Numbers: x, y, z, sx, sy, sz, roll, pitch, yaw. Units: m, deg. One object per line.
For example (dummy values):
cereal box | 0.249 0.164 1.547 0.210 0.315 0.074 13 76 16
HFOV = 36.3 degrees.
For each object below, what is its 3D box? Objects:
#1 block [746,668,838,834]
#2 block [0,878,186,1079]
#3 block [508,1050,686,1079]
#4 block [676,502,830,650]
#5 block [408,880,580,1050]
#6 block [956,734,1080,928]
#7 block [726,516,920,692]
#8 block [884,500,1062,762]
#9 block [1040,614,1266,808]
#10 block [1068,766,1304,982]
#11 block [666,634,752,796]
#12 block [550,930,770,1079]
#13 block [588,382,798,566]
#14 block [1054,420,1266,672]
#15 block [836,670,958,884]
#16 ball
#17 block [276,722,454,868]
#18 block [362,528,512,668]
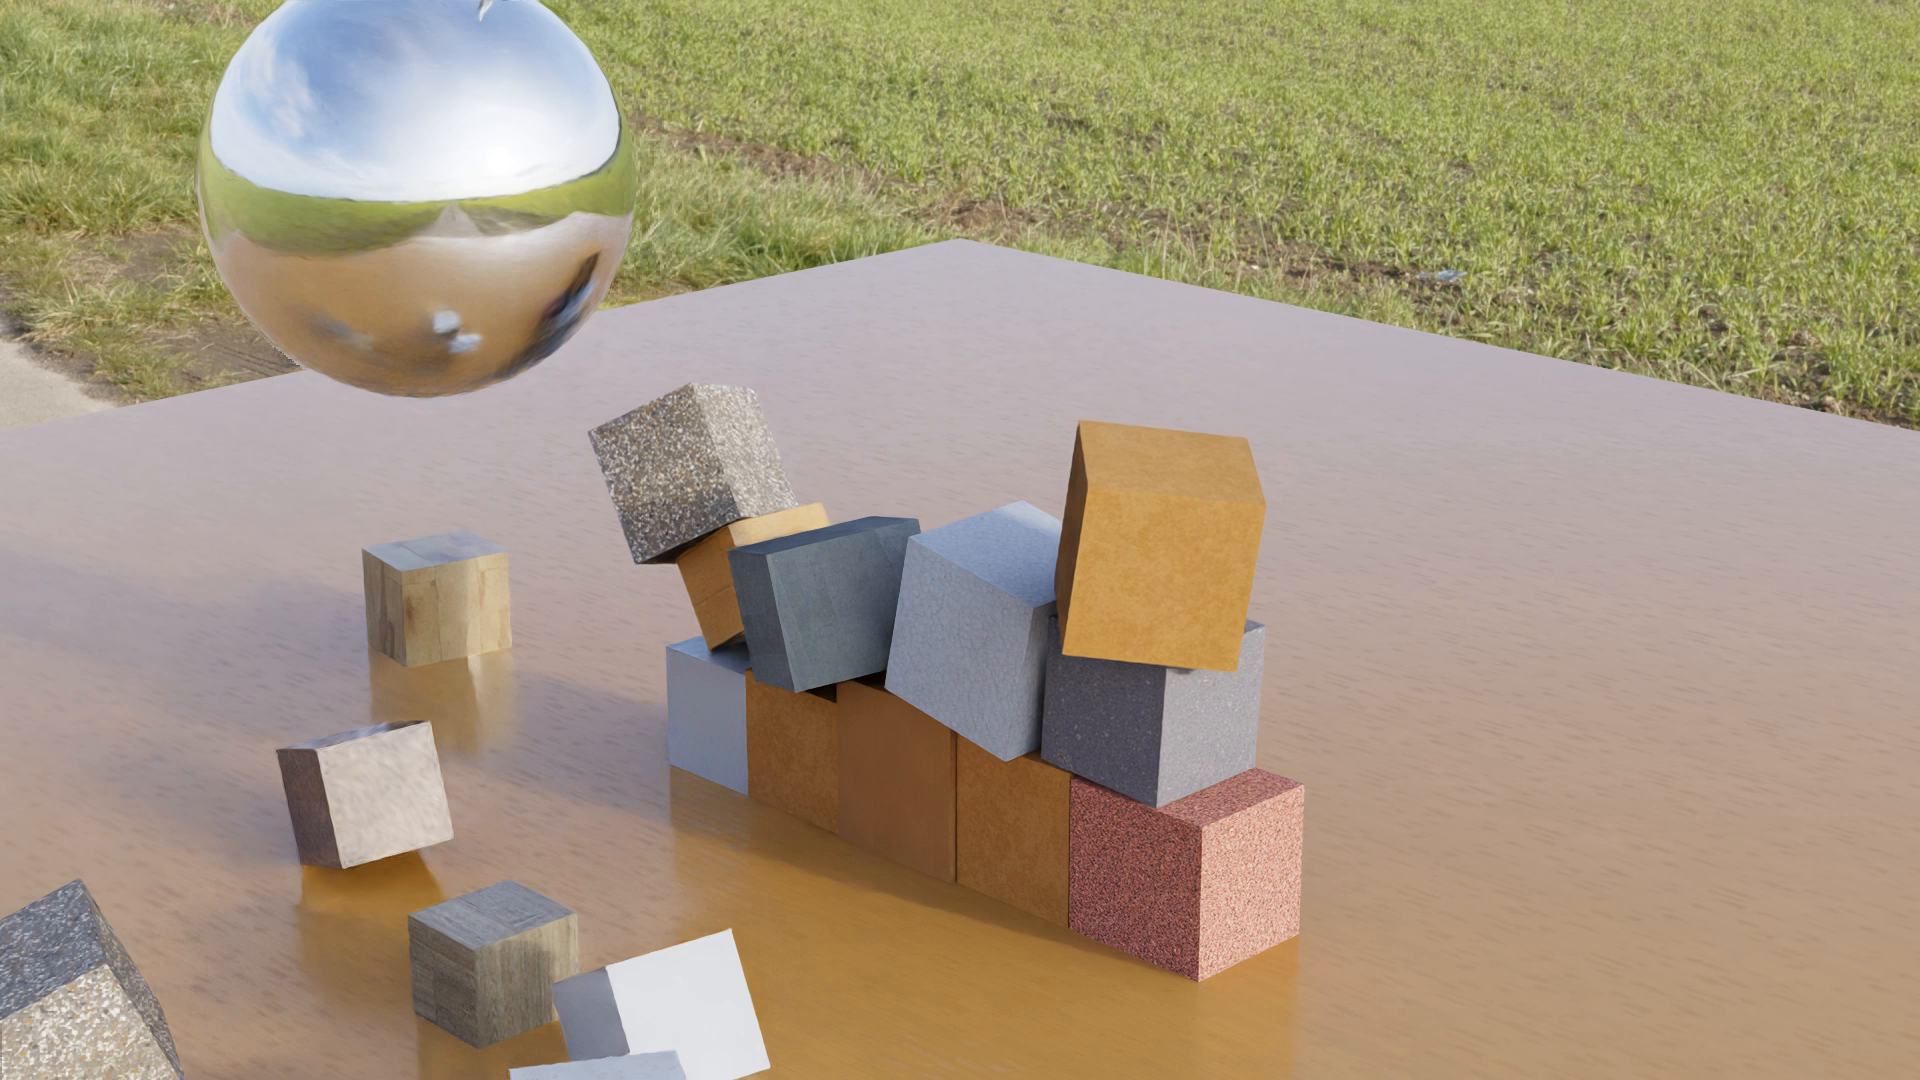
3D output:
block | -0.577 0.944 14.235 0.635 0.662 0.665 -16 24 -42
block | -3.403 1.841 10.906 0.729 0.668 0.692 -29 30 -12
block | -1.226 2.236 10.244 0.598 0.592 0.682 -4 18 -14
block | -0.965 0.180 14.518 0.577 0.493 0.526 -15 -10 -39
block | -1.914 1.740 12.069 0.509 0.443 0.467 -16 23 -41
block | 0.468 1.216 13.256 0.690 0.731 0.671 17 24 42
block | -0.587 0.288 13.745 0.740 0.643 0.742 -13 6 -17
block | 0.242 0.394 13.132 0.755 0.768 0.753 29 32 35
block | 0.835 0.662 12.703 0.670 0.668 0.650 20 26 41
block | 0.982 1.381 12.767 0.675 0.709 0.748 -17 24 -42
block | -1.026 0.824 14.677 0.631 0.627 0.605 -17 24 -42
block | -1.151 1.854 11.200 0.537 0.541 0.550 -13 -8 -33
block | -1.315 -0.323 14.603 0.619 0.707 0.700 -24 -8 20
block | 0.822 0.019 12.288 0.728 0.757 0.732 6 24 -4
block | -0.061 1.023 13.726 0.702 0.818 0.749 -17 24 -42
ball | -1.997 -1.322 10.833 1.600 1.600 1.600 0 17 0
block | -2.731 1.163 13.458 0.548 0.549 0.552 -13 4 -32
block | -2.923 0.321 16.390 0.636 0.559 0.522 -12 21 -33
